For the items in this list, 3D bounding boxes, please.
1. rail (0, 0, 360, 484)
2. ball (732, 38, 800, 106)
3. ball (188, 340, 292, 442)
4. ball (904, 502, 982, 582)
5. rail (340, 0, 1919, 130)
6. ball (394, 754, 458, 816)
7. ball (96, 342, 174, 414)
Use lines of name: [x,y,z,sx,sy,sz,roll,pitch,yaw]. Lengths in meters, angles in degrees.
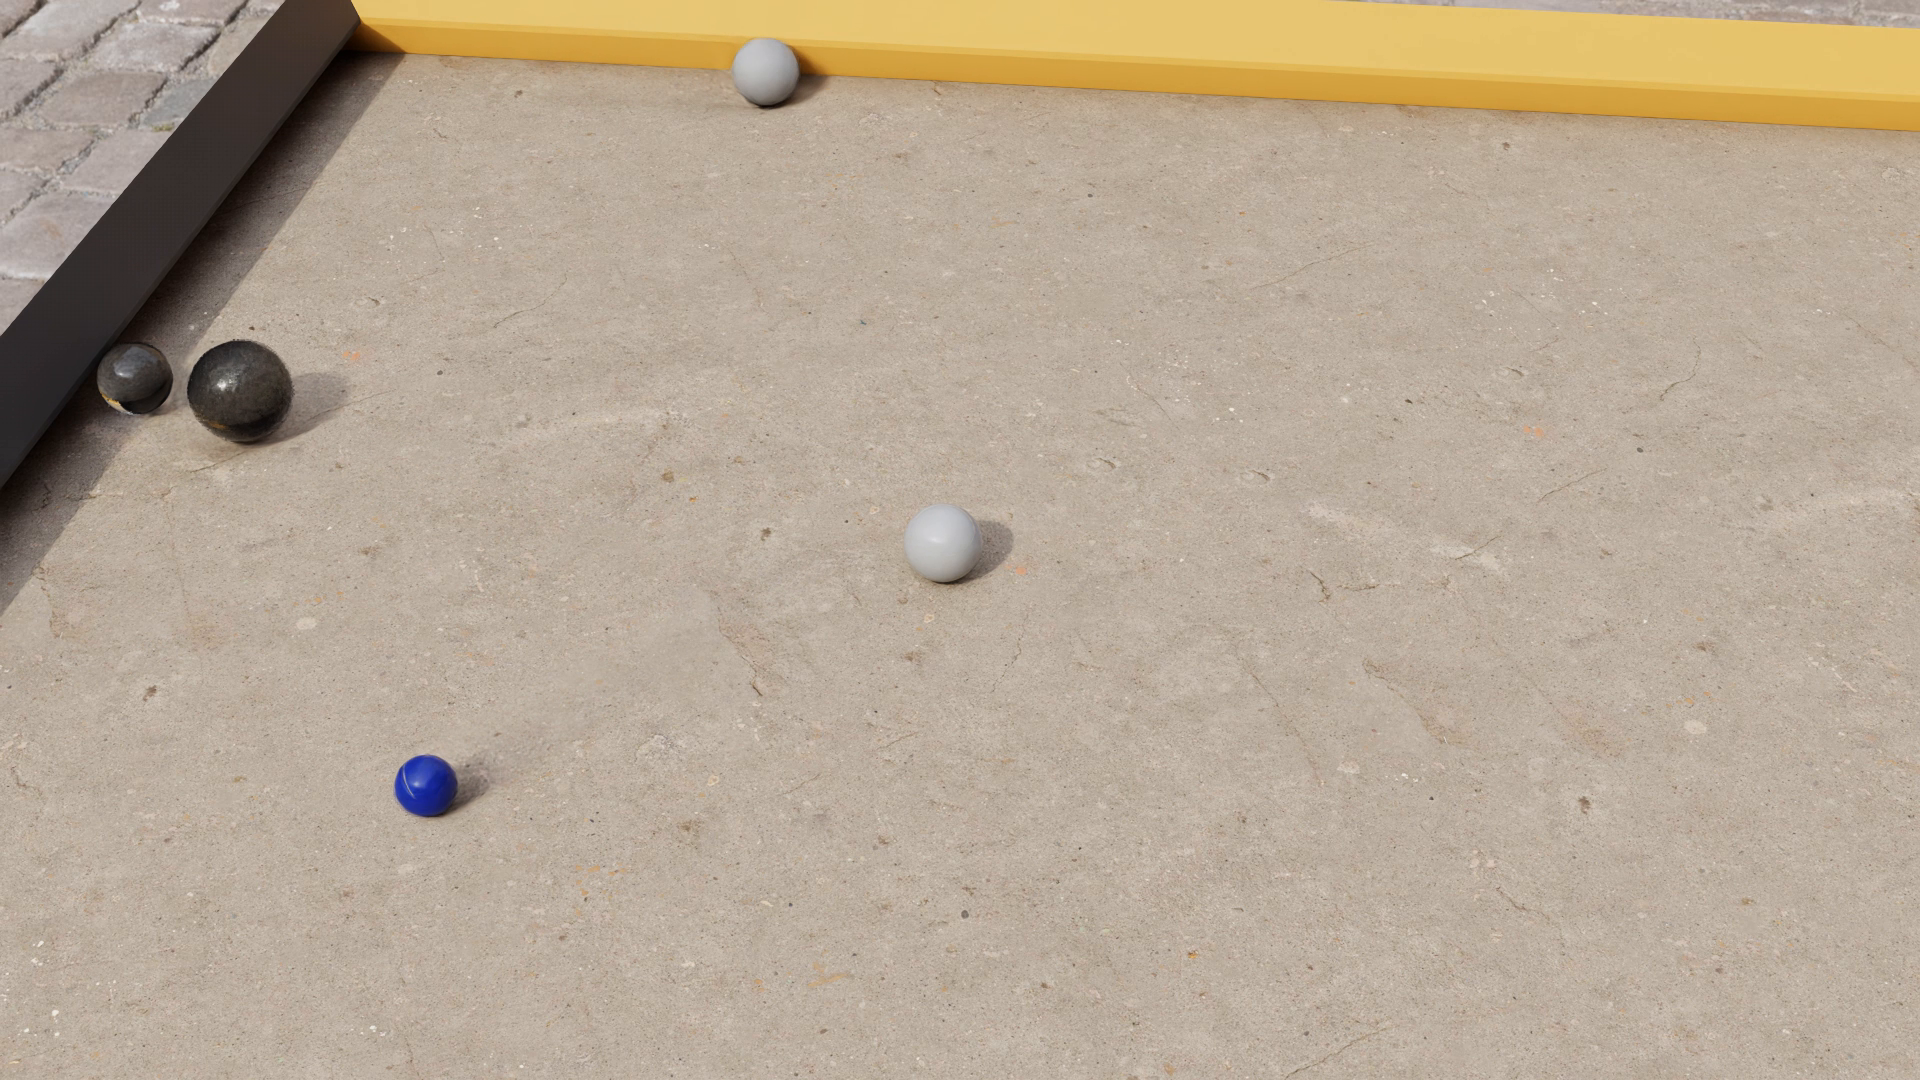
rail: [-0.742,-0.072,1.983,0.045,0.107,1.739,4,35,6]
ball: [-0.197,-0.474,2.597,0.068,0.068,0.068,0,35,0]
ball: [-0.582,-0.120,2.076,0.082,0.082,0.082,0,35,0]
ball: [-0.013,0.002,1.920,0.060,0.060,0.060,0,35,0]
rail: [0.868,-0.447,2.522,3.084,0.107,0.045,4,35,6]
ball: [-0.355,0.163,1.704,0.041,0.041,0.041,0,35,0]
ball: [-0.680,-0.133,2.113,0.060,0.060,0.060,0,35,0]
